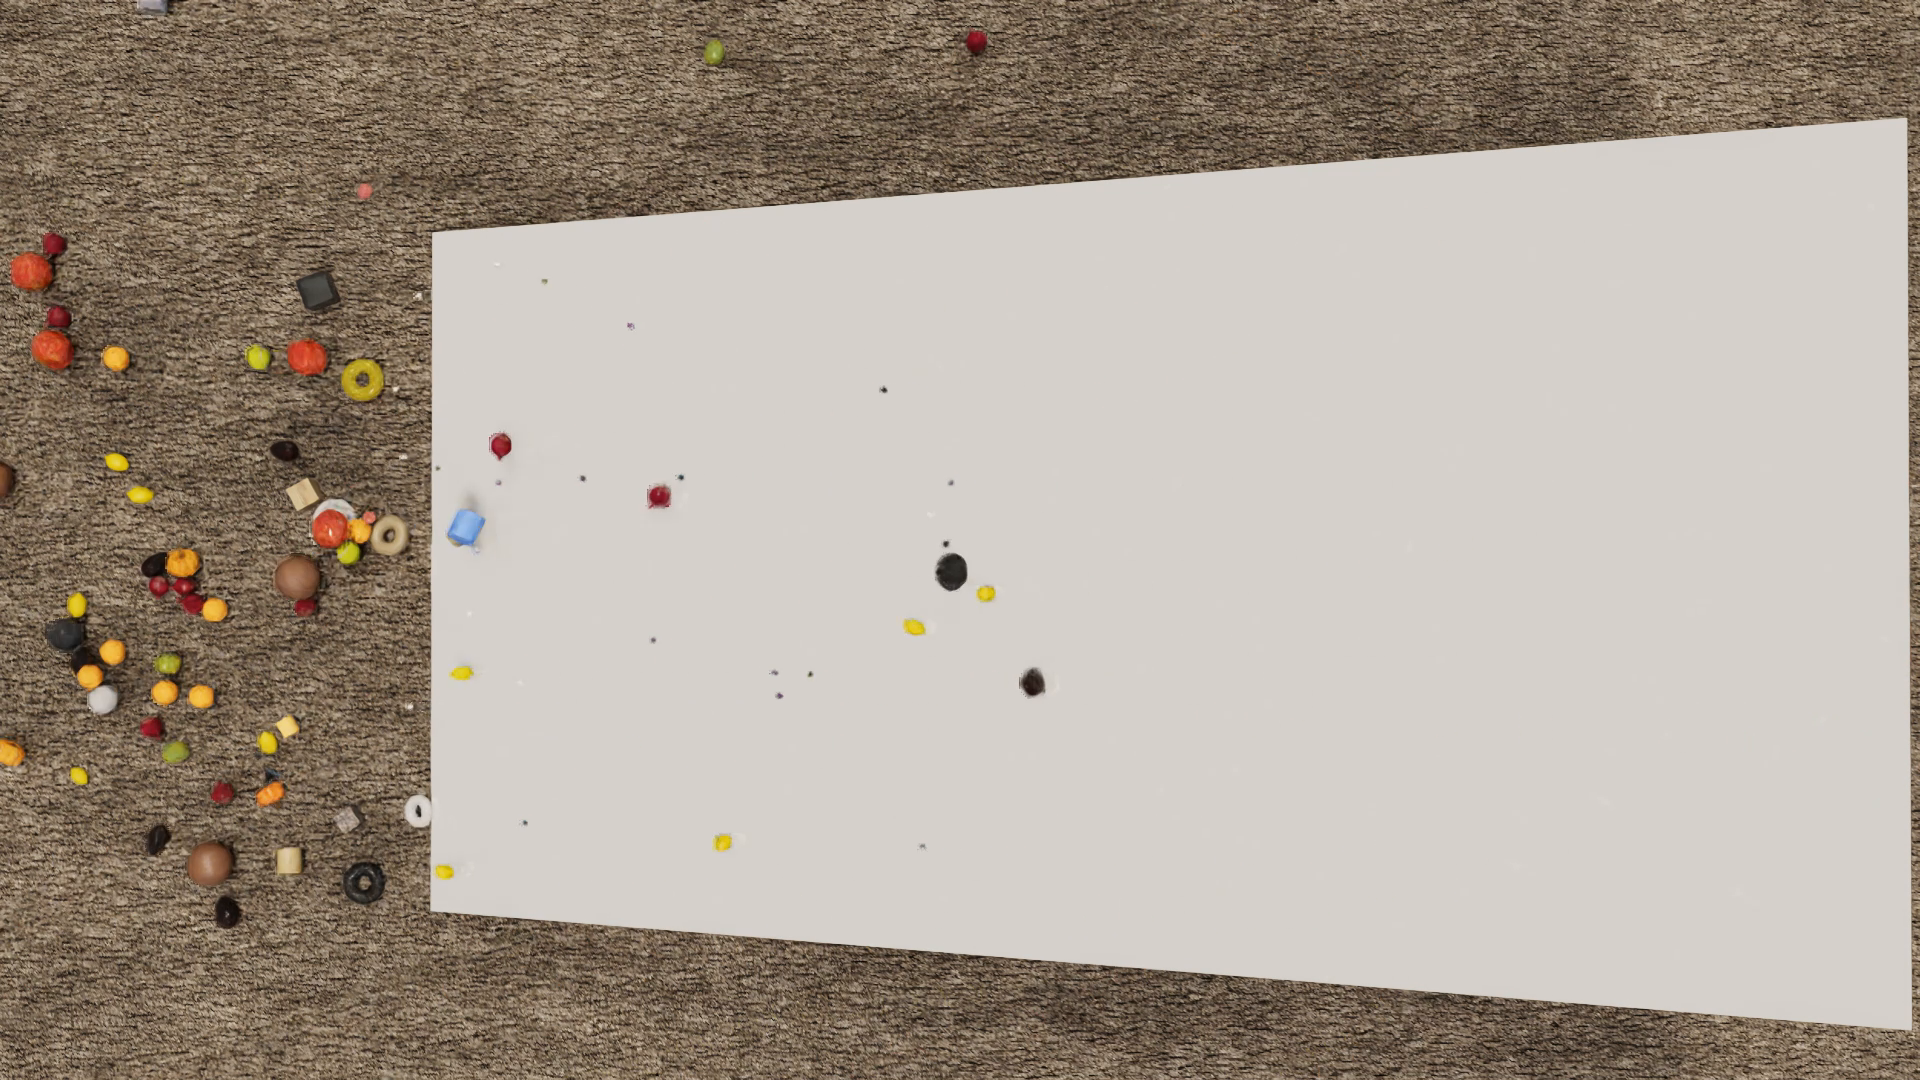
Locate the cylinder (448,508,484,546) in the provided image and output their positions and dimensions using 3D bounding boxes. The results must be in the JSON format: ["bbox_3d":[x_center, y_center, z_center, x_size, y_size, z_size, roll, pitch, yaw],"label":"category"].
[{"bbox_3d":[-1.416,-0.035,6.302,0.080,0.080,0.080,23,72,0],"label":"cylinder"}]

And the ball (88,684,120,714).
[{"bbox_3d":[-2.540,0.471,6.526,0.085,0.085,0.085,0,89,0],"label":"ball"}]

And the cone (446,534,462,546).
[{"bbox_3d":[-1.484,-0.010,6.417,0.060,0.060,0.060,0,89,25],"label":"cone"}]

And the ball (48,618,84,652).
[{"bbox_3d":[-2.652,0.281,6.522,0.097,0.097,0.097,0,89,0],"label":"ball"}]

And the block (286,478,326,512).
[{"bbox_3d":[-1.945,-0.135,6.540,0.072,0.072,0.072,-29,89,0],"label":"block"}]

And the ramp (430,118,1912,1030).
[{"bbox_3d":[0.282,0.083,5.697,4.000,0.100,2.000,0,89,25],"label":"ramp"}]

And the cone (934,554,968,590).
[{"bbox_3d":[-0.043,0.084,5.737,0.098,0.098,0.098,0,89,25],"label":"cone"}]

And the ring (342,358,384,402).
[{"bbox_3d":[-1.781,-0.477,6.559,0.128,0.043,0.128,0,88,1],"label":"ring"}]

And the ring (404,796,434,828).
[{"bbox_3d":[-1.593,0.799,6.474,0.098,0.033,0.098,0,89,27],"label":"ring"}]

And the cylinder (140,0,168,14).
[{"bbox_3d":[-2.401,-1.613,6.554,0.077,0.077,0.077,3,90,0],"label":"cylinder"}]

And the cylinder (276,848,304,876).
[{"bbox_3d":[-1.987,0.954,6.518,0.074,0.074,0.074,-6,77,0],"label":"cylinder"}]

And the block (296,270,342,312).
[{"bbox_3d":[-1.908,-0.740,6.539,0.087,0.087,0.087,-20,89,0],"label":"block"}]

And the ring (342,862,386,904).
[{"bbox_3d":[-1.773,1.021,6.542,0.126,0.042,0.126,0,90,0],"label":"ring"}]

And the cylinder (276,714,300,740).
[{"bbox_3d":[-1.998,0.556,6.541,0.052,0.052,0.052,-32,89,0],"label":"cylinder"}]

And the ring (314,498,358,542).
[{"bbox_3d":[-1.862,-0.058,6.553,0.131,0.044,0.131,0,90,0],"label":"ring"}]

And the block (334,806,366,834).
[{"bbox_3d":[-1.813,0.831,6.535,0.058,0.058,0.058,-35,89,0],"label":"block"}]

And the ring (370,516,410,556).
[{"bbox_3d":[-1.697,-0.013,6.544,0.123,0.041,0.123,-2,79,11],"label":"ring"}]
